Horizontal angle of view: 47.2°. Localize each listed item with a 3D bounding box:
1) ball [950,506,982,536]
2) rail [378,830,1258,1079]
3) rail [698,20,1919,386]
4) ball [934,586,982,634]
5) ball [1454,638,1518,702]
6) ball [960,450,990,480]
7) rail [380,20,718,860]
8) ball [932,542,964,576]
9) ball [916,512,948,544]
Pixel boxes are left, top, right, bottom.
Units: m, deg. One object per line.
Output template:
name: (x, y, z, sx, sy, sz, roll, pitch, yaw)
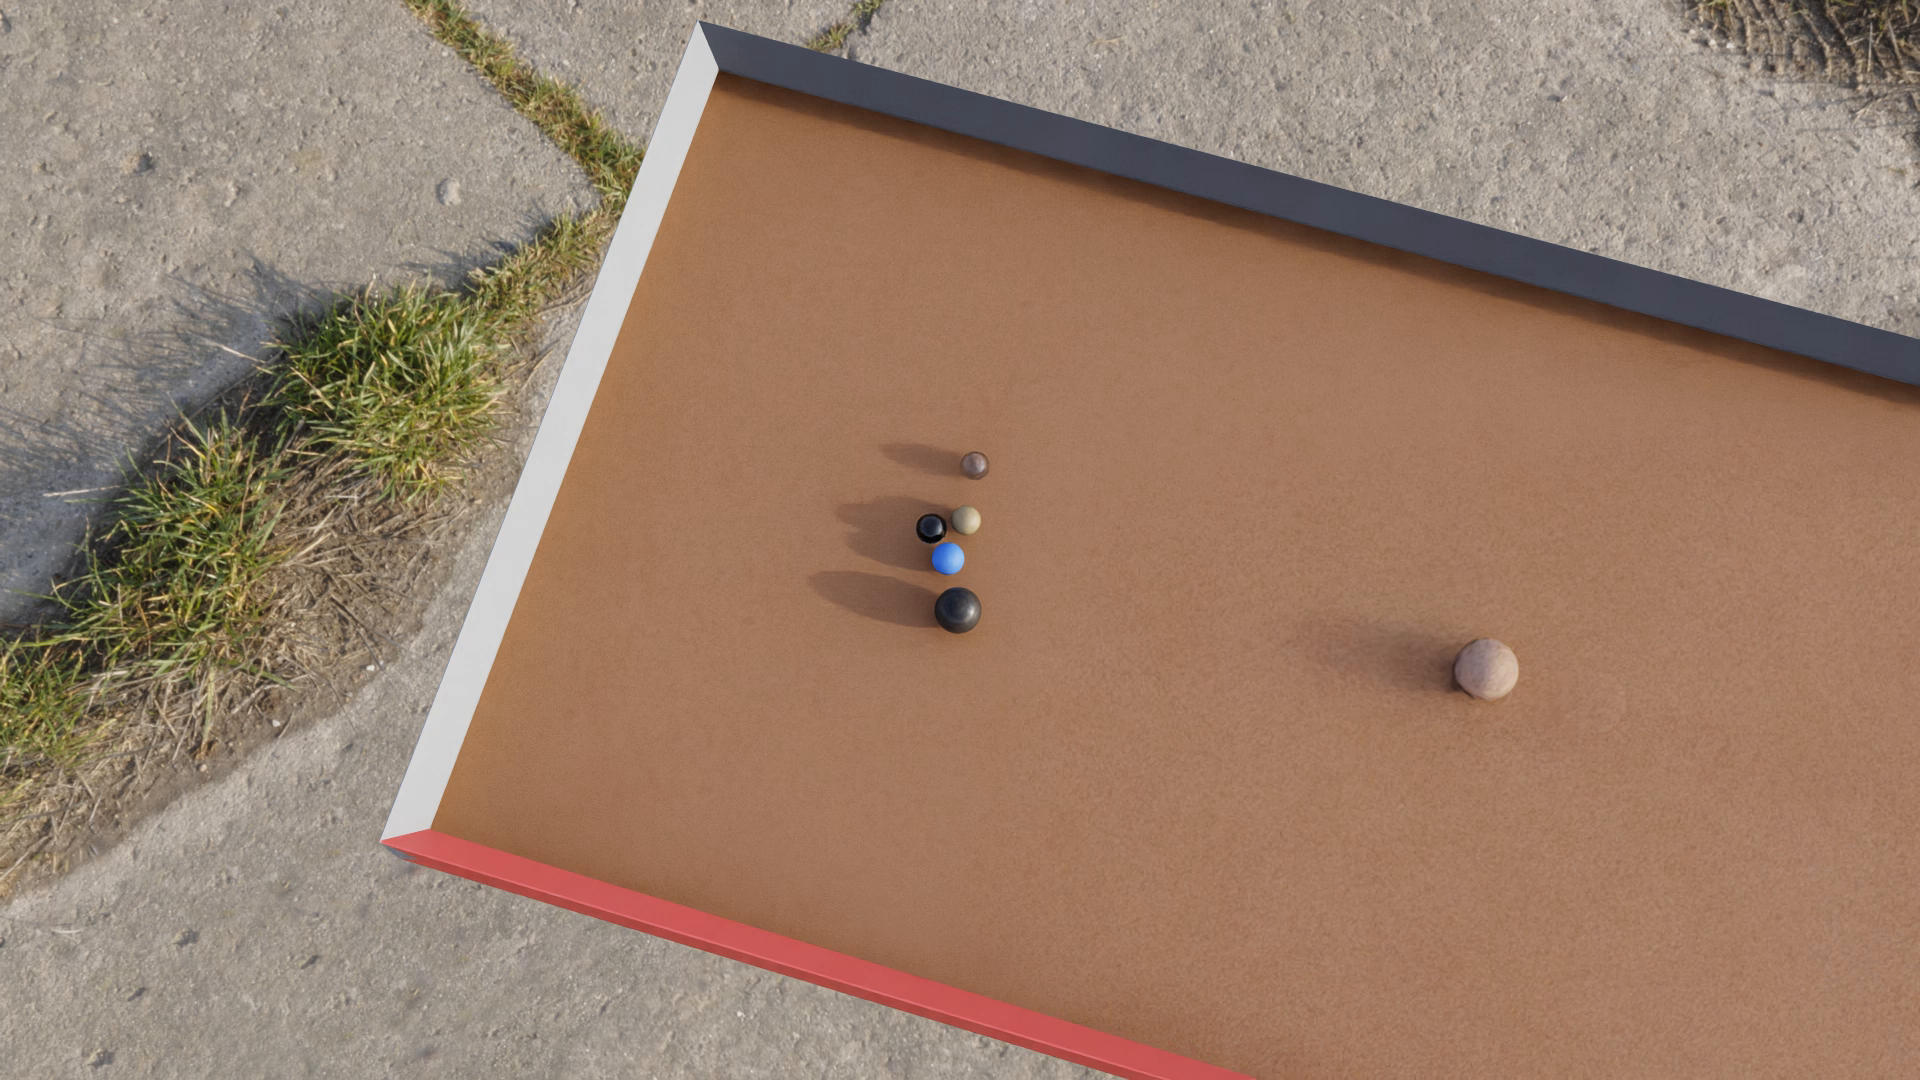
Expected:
ball: (0.009, -0.031, 3.443, 0.047, 0.047, 0.047, 0, 71, 0)
rail: (0.440, 0.793, 3.118, 2.658, 0.124, 0.045, 16, 72, 5)
rail: (0.834, -0.458, 3.549, 2.658, 0.124, 0.045, 16, 72, 5)
ball: (-0.003, 0.108, 3.382, 0.073, 0.073, 0.073, 0, 71, 0)
ball: (0.799, 0.197, 3.339, 0.095, 0.095, 0.095, 0, 71, 0)
ball: (0.024, -0.117, 3.473, 0.047, 0.047, 0.047, 0, 71, 0)
rail: (-0.614, -0.185, 3.455, 0.045, 0.124, 1.429, 16, 72, 5)
ball: (-0.019, 0.029, 3.421, 0.051, 0.051, 0.051, 0, 71, 0)
ball: (-0.045, -0.018, 3.438, 0.049, 0.049, 0.049, 0, 71, 0)
